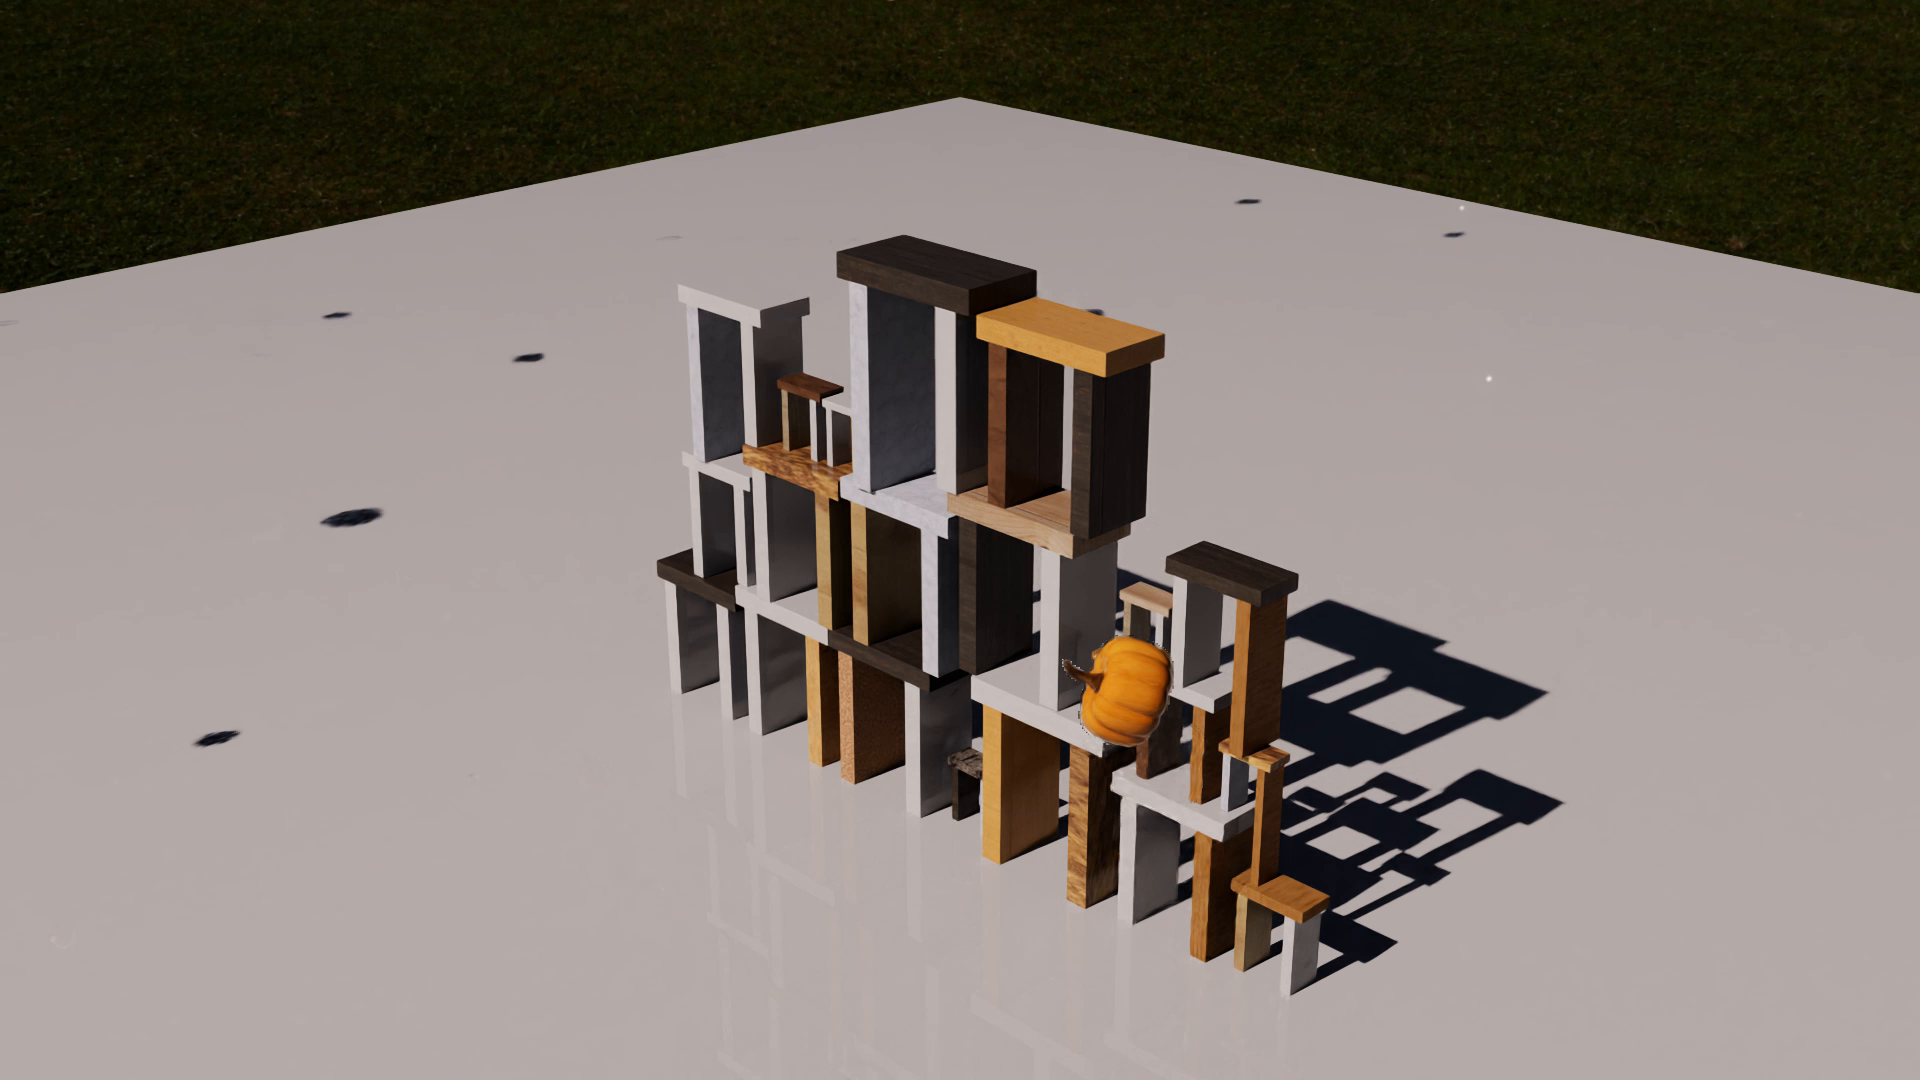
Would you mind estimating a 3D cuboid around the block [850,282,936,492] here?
[{"bbox_3d":[-0.128,-0.312,4.230,0.175,0.412,0.050,-21,31,-40],"label":"block"}]

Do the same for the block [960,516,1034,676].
[{"bbox_3d":[0.070,0.085,4.181,0.045,0.315,0.157,21,31,40],"label":"block"}]

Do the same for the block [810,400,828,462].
[{"bbox_3d":[-0.270,-0.227,4.420,0.064,0.129,0.018,-21,31,-41],"label":"block"}]

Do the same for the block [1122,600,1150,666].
[{"bbox_3d":[0.317,0.160,3.947,0.016,0.126,0.056,21,31,41],"label":"block"}]

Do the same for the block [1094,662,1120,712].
[{"bbox_3d":[0.270,0.262,4.036,0.015,0.103,0.051,21,31,41],"label":"block"}]

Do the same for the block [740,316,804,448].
[{"bbox_3d":[-0.381,-0.331,4.494,0.037,0.261,0.130,21,31,41],"label":"block"}]

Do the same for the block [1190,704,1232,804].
[{"bbox_3d":[0.450,0.366,3.897,0.027,0.188,0.094,21,31,41],"label":"block"}]

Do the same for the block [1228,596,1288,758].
[{"bbox_3d":[0.512,0.224,3.770,0.103,0.292,0.029,-21,31,-40],"label":"block"}]

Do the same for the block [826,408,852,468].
[{"bbox_3d":[-0.240,-0.211,4.390,0.016,0.122,0.056,21,31,41],"label":"block"}]

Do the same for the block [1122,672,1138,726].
[{"bbox_3d":[0.319,0.281,3.992,0.051,0.103,0.015,-21,31,-41],"label":"block"}]

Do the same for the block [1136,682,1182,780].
[{"bbox_3d":[0.362,0.331,3.978,0.027,0.188,0.094,21,31,41],"label":"block"}]

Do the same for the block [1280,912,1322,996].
[{"bbox_3d":[0.600,0.717,3.871,0.022,0.156,0.078,21,31,41],"label":"block"}]

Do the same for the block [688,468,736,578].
[{"bbox_3d":[-0.529,-0.051,4.772,0.032,0.250,0.112,21,31,41],"label":"block"}]

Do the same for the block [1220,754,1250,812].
[{"bbox_3d":[0.485,0.418,3.872,0.056,0.112,0.016,-21,31,-41],"label":"block"}]

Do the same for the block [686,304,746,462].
[{"bbox_3d":[-0.504,-0.343,4.623,0.037,0.340,0.130,21,31,41],"label":"block"}]

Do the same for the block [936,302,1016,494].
[{"bbox_3d":[0.036,-0.276,4.066,0.050,0.350,0.175,21,31,41],"label":"block"}]

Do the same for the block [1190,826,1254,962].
[{"bbox_3d":[0.475,0.620,3.967,0.037,0.260,0.130,21,31,41],"label":"block"}]

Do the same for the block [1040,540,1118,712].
[{"bbox_3d":[0.218,0.143,4.045,0.045,0.315,0.157,21,31,41],"label":"block"}]

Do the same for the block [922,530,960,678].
[{"bbox_3d":[-0.005,0.103,4.274,0.150,0.301,0.043,-21,31,-41],"label":"block"}]

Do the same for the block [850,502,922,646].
[{"bbox_3d":[-0.146,0.047,4.404,0.150,0.301,0.043,-21,31,-41],"label":"block"}]

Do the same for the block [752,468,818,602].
[{"bbox_3d":[-0.360,-0.029,4.597,0.146,0.293,0.041,-21,31,-41],"label":"block"}]

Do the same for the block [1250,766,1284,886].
[{"bbox_3d":[0.538,0.493,3.846,0.016,0.232,0.056,21,31,41],"label":"block"}]

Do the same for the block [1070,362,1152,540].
[{"bbox_3d":[0.265,-0.169,3.867,0.154,0.308,0.044,-21,31,-40],"label":"block"}]

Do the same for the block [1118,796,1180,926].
[{"bbox_3d":[0.353,0.572,4.080,0.037,0.260,0.130,21,31,41],"label":"block"}]

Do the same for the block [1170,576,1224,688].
[{"bbox_3d":[0.414,0.146,3.843,0.029,0.206,0.103,21,31,41],"label":"block"}]

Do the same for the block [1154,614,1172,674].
[{"bbox_3d":[0.370,0.174,3.896,0.056,0.112,0.016,-21,31,-41],"label":"block"}]

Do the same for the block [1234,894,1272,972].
[{"bbox_3d":[0.526,0.689,3.938,0.022,0.156,0.078,21,31,41],"label":"block"}]

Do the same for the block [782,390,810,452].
[{"bbox_3d":[-0.331,-0.251,4.475,0.018,0.129,0.064,21,31,41],"label":"block"}]

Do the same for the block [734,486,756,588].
[{"bbox_3d":[-0.423,-0.023,4.671,0.032,0.223,0.112,21,31,41],"label":"block"}]

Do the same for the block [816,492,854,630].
[{"bbox_3d":[-0.223,0.024,4.470,0.041,0.292,0.146,21,31,41],"label":"block"}]

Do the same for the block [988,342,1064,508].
[{"bbox_3d":[0.120,-0.226,4.002,0.044,0.308,0.154,21,31,40],"label":"block"}]
